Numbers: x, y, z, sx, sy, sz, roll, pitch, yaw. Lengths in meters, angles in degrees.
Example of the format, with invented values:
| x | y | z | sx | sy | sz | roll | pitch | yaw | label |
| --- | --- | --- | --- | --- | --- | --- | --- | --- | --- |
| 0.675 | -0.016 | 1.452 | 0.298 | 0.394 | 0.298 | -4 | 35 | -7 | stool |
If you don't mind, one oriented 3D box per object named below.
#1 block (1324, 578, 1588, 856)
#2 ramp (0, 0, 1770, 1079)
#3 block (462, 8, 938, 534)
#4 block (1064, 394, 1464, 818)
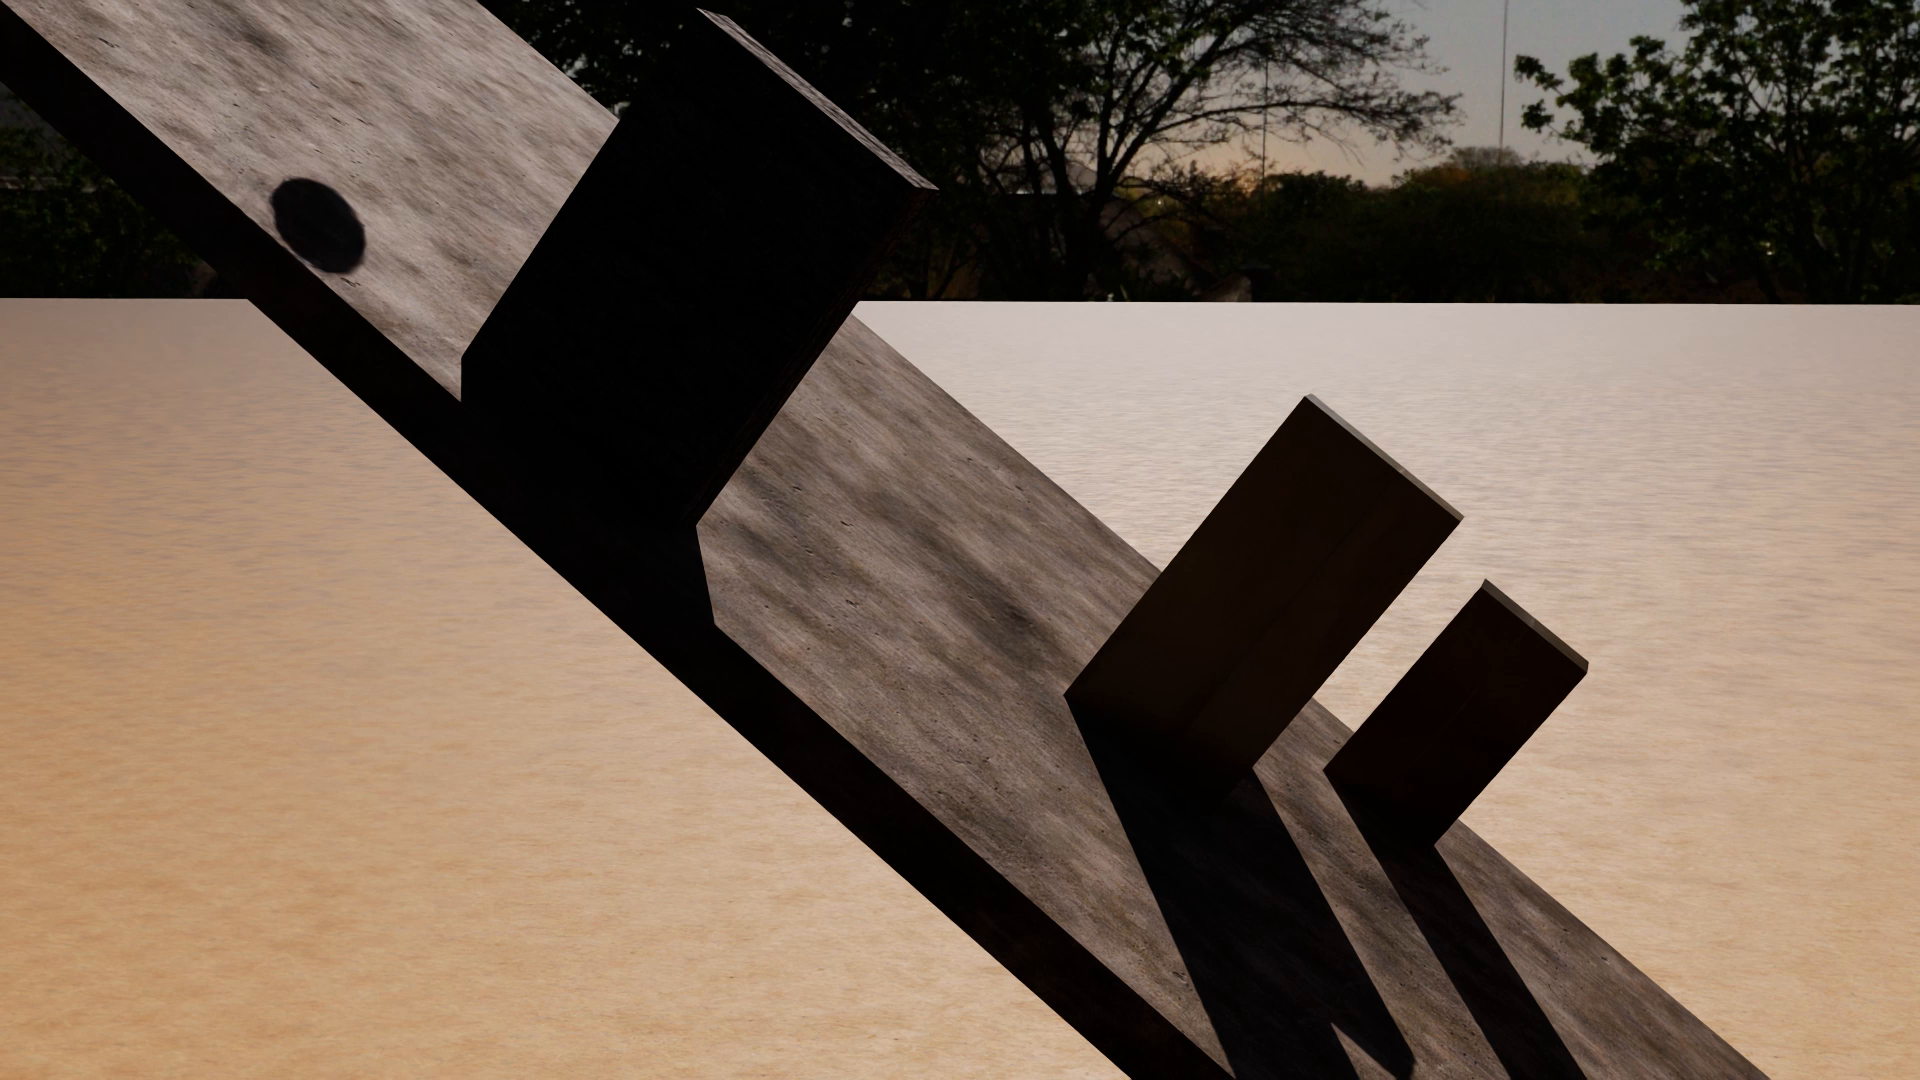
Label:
| x | y | z | sx | sy | sz | roll | pitch | yaw | label |
| --- | --- | --- | --- | --- | --- | --- | --- | --- | --- |
| 0.997 | 0.355 | 4.431 | 0.263 | 0.492 | 0.133 | 40 | 16 | 9 | block |
| -0.031 | 0.086 | 4.054 | 4.000 | 0.100 | 2.000 | 40 | 16 | 9 | ramp |
| -0.392 | -0.393 | 3.260 | 0.420 | 0.639 | 0.114 | 40 | 16 | 9 | block |
| 0.510 | 0.114 | 3.740 | 0.327 | 0.664 | 0.086 | 40 | 16 | 9 | block |
